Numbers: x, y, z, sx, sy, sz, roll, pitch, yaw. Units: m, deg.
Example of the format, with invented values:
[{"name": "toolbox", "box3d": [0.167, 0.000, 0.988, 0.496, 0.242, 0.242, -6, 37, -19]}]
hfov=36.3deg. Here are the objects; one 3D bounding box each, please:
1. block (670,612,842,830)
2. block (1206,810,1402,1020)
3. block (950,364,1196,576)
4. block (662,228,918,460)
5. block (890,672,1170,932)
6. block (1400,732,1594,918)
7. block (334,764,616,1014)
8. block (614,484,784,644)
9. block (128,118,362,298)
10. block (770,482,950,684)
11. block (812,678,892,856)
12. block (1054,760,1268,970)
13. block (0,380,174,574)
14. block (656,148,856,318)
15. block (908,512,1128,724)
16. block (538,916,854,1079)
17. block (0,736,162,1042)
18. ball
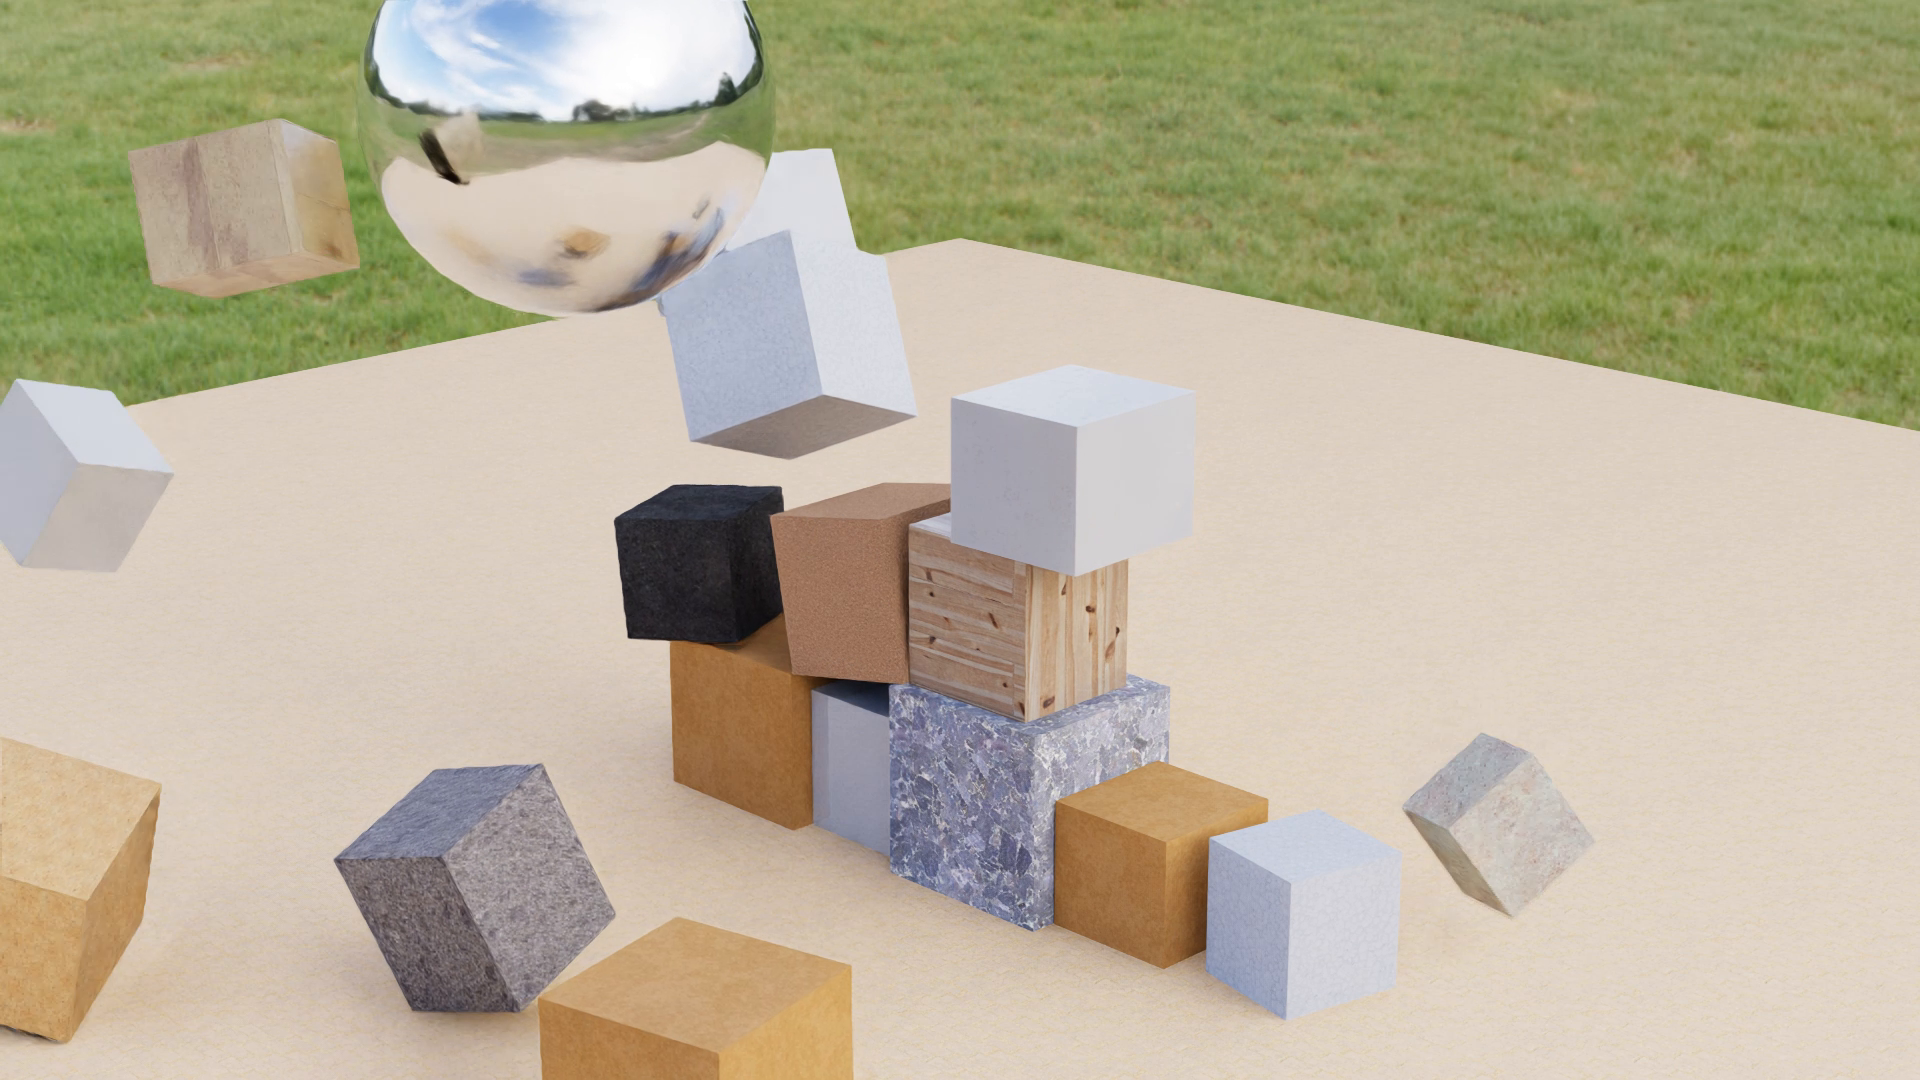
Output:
[{"name": "block", "box3d": [-0.796, 0.818, 14.421, 0.878, 0.791, 0.889, -17, 24, -42]}, {"name": "block", "box3d": [1.441, 1.567, 12.330, 0.585, 0.617, 0.551, -11, 20, -31]}, {"name": "block", "box3d": [0.489, -0.316, 12.703, 0.711, 0.652, 0.792, 15, 23, 40]}, {"name": "block", "box3d": [-0.823, -0.926, 14.148, 0.757, 0.818, 0.891, -18, -13, 26]}, {"name": "block", "box3d": [0.314, 1.095, 13.335, 0.884, 0.915, 0.907, -17, 24, -42]}, {"name": "block", "box3d": [2.313, 1.224, 12.627, 0.493, 0.520, 0.436, -40, 18, -9]}, {"name": "block", "box3d": [-1.979, 1.427, 12.022, 0.637, 0.756, 0.664, -6, 26, 37]}, {"name": "block", "box3d": [-1.242, 0.109, 14.309, 0.593, 0.607, 0.641, 1, 16, 22]}, {"name": "block", "box3d": [-2.485, -1.147, 10.218, 0.551, 0.460, 0.565, -11, -2, 8]}, {"name": "block", "box3d": [-0.311, 0.186, 13.648, 0.731, 0.760, 0.754, 2, 14, 44]}, {"name": "block", "box3d": [-0.242, 1.033, 13.909, 0.645, 0.688, 0.655, -17, 24, -42]}, {"name": "block", "box3d": [0.882, 1.413, 12.870, 0.674, 0.587, 0.642, -17, 24, -42]}, {"name": "block", "box3d": [-4.167, -0.292, 13.679, 0.628, 0.608, 0.542, 46, 22, 29]}, {"name": "block", "box3d": [-1.088, -1.559, 14.882, 0.760, 0.600, 0.752, -10, -6, -36]}, {"name": "block", "box3d": [0.261, 0.294, 13.105, 0.713, 0.752, 0.668, 16, 24, 42]}, {"name": "block", "box3d": [-0.945, 1.982, 10.649, 0.796, 0.834, 0.808, 11, 20, 31]}, {"name": "block", "box3d": [-3.800, 1.415, 11.975, 0.732, 0.764, 0.800, 17, 31, -1]}, {"name": "ball", "box3d": [-1.504, -1.656, 11.245, 1.600, 1.600, 1.600, 0, 17, 0]}]
